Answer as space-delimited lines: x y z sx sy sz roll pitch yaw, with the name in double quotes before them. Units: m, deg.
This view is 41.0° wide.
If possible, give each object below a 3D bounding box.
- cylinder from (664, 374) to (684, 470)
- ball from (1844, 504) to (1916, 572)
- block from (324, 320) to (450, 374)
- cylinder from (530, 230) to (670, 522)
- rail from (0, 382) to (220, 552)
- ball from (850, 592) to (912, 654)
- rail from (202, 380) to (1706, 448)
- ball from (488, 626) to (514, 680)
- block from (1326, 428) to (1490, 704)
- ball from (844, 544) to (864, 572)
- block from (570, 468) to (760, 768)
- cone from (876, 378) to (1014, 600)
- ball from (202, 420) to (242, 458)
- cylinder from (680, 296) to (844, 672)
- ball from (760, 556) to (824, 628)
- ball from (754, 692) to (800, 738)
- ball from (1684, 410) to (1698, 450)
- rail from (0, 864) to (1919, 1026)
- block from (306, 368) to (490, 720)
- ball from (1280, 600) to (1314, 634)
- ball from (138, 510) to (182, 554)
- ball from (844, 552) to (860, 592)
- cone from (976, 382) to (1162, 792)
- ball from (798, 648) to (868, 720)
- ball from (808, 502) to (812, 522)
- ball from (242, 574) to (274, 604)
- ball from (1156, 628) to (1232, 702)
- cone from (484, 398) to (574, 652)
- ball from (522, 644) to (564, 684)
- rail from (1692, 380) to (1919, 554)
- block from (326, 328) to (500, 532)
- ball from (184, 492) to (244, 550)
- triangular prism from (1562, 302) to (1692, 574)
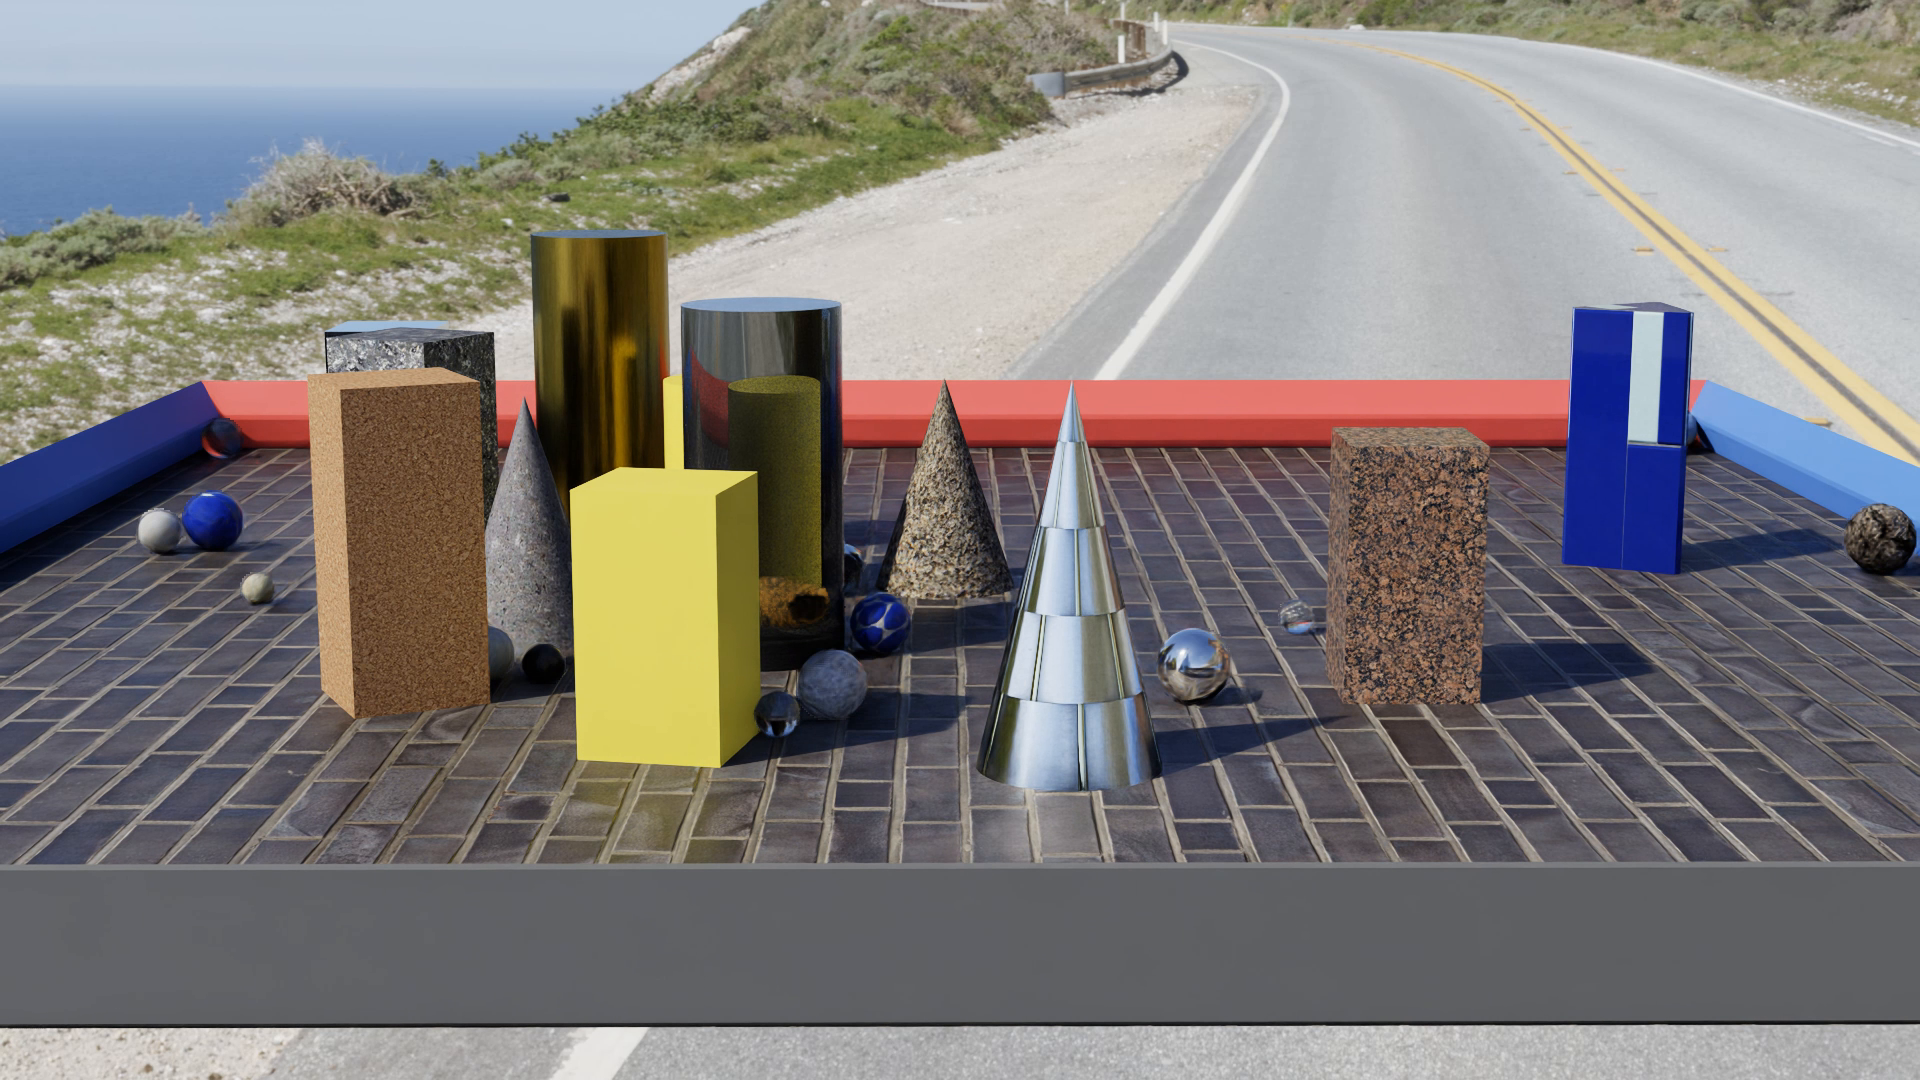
"cylinder" -0.308 -0.072 3.542 0.197 0.302 0.197 0 10 0
"ball" 1.337 -0.002 3.725 0.098 0.098 0.098 0 10 0
"block" -0.876 -0.164 3.958 0.158 0.332 0.158 0 10 -1
"cylinder" -0.524 -0.206 3.766 0.197 0.485 0.197 0 10 0
"rail" -1.425 0.034 3.441 0.045 0.128 3.036 0 10 0
"ball" -0.099 0.104 3.214 0.076 0.076 0.076 0 10 0
"rail" -0.009 -0.239 4.918 2.897 0.128 0.045 0 10 0
"ball" -0.567 0.135 3.077 0.064 0.064 0.064 0 10 0
"block" 0.522 0.028 3.010 0.158 0.300 0.158 0 10 0
"ball" -0.164 0.032 3.669 0.052 0.052 0.052 0 10 0
"block" -0.313 0.079 2.758 0.158 0.290 0.158 2 11 11
"cone" -0.022 -0.082 3.611 0.197 0.296 0.197 0 10 0
"ball" -1.383 -0.189 4.806 0.072 0.072 0.072 0 10 0
"cylinder" -0.243 -0.073 3.176 0.197 0.438 0.197 0 10 0
"ball" -0.224 0.068 3.360 0.092 0.092 0.092 0 10 0
"ball" -0.200 0.191 2.813 0.050 0.050 0.050 0 10 0
"ball" 1.351 -0.210 4.865 0.092 0.092 0.092 0 10 0
"rail" 0.009 0.305 1.979 2.897 0.128 0.045 0 10 0
"block" -0.648 -0.001 2.963 0.158 0.374 0.158 -5 12 -27
"ball" 0.436 0.100 3.323 0.044 0.044 0.044 0 10 0
"ball" -1.208 -0.012 3.873 0.064 0.064 0.064 0 10 0
"ball" -0.167 0.046 3.578 0.058 0.058 0.058 0 10 0
"cone" 0.115 0.036 2.664 0.197 0.409 0.197 0 10 0
"ball" -0.144 0.162 2.890 0.079 0.079 0.079 0 10 0
"ball" -0.260 -0.044 4.089 0.049 0.049 0.049 0 10 0
"ball" -0.959 0.067 3.508 0.042 0.042 0.042 0 10 0
"ball" 0.270 0.145 2.965 0.086 0.086 0.086 0 10 0
"cone" -0.553 -0.030 3.286 0.197 0.313 0.197 0 10 0
"ball" -0.496 0.147 3.053 0.049 0.049 0.049 0 10 0
"rail" 1.425 0.031 3.457 0.045 0.128 3.036 0 10 0
"block" -0.738 -0.095 3.484 0.158 0.368 0.158 5 12 25
"ball" -1.133 -0.029 3.899 0.088 0.088 0.088 0 10 0
"triangular prism" 1.001 -0.156 3.785 0.171 0.379 0.148 6 12 29
